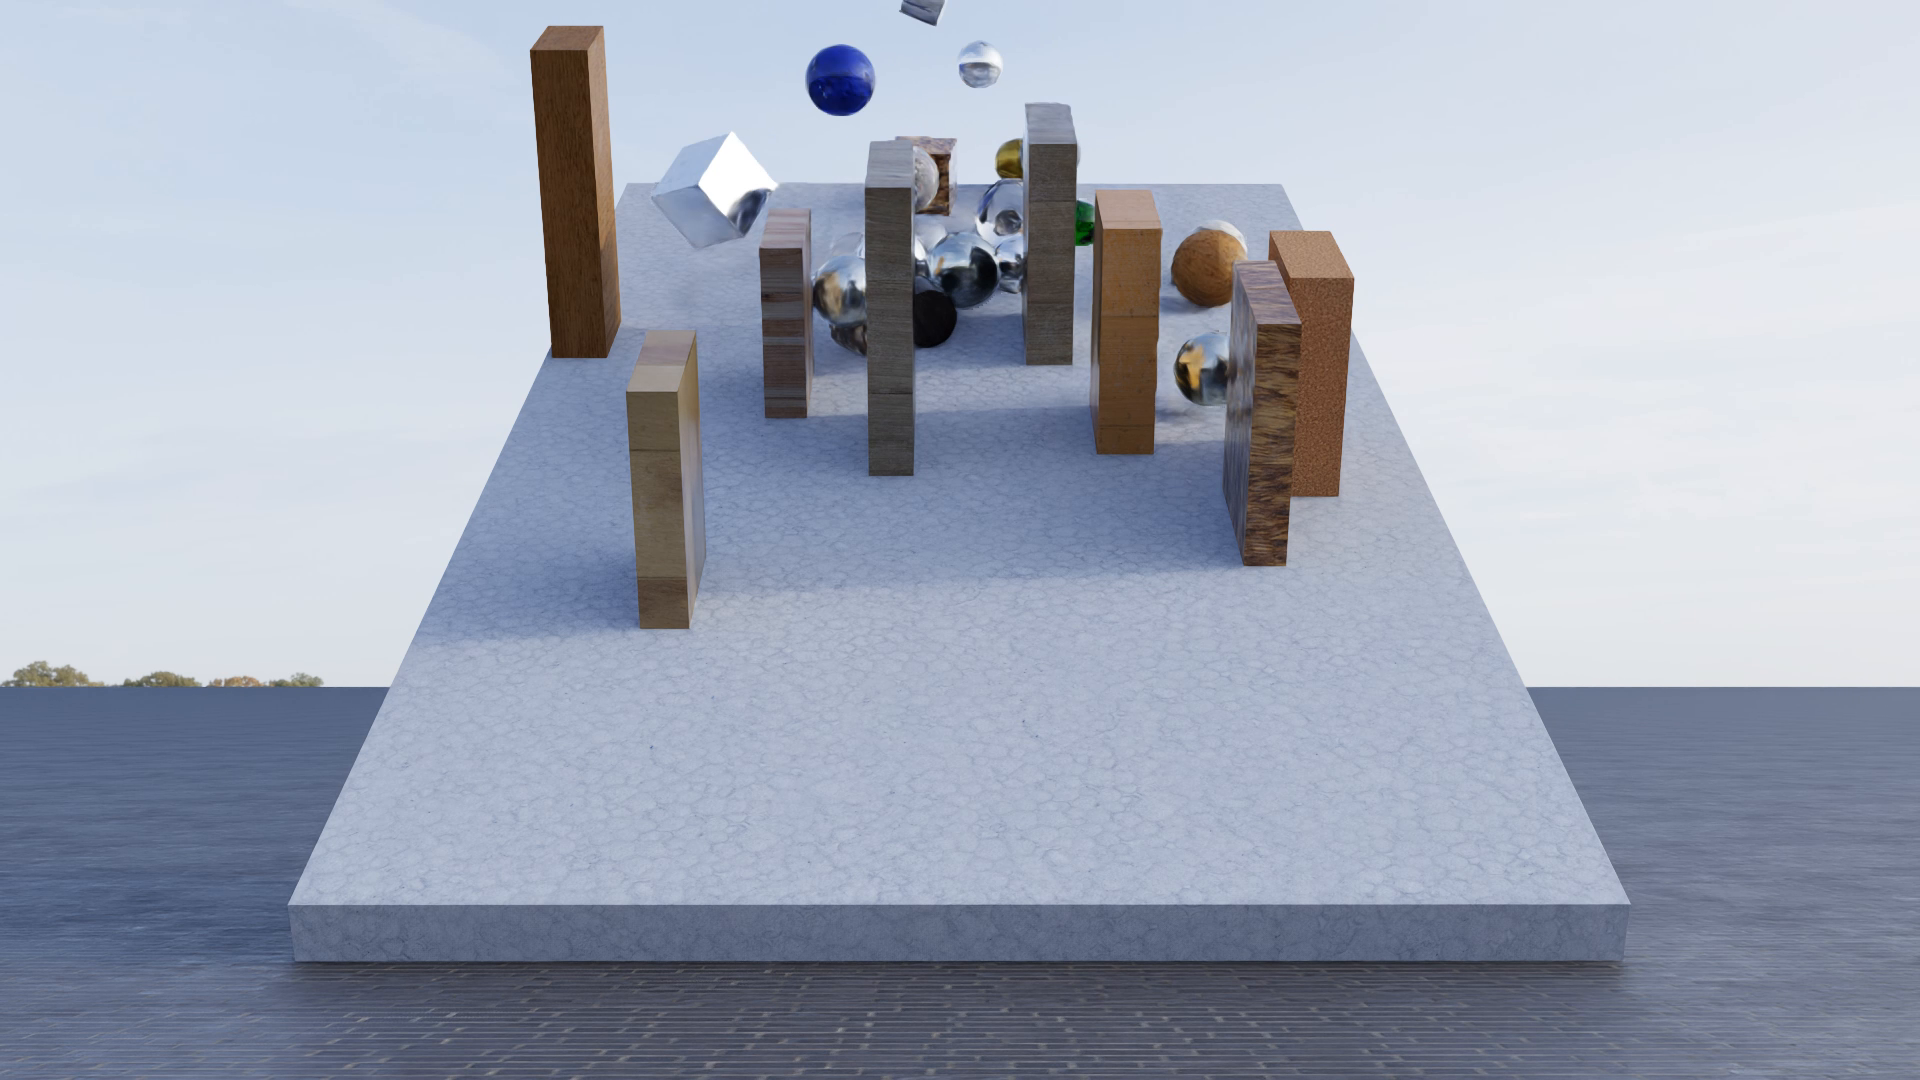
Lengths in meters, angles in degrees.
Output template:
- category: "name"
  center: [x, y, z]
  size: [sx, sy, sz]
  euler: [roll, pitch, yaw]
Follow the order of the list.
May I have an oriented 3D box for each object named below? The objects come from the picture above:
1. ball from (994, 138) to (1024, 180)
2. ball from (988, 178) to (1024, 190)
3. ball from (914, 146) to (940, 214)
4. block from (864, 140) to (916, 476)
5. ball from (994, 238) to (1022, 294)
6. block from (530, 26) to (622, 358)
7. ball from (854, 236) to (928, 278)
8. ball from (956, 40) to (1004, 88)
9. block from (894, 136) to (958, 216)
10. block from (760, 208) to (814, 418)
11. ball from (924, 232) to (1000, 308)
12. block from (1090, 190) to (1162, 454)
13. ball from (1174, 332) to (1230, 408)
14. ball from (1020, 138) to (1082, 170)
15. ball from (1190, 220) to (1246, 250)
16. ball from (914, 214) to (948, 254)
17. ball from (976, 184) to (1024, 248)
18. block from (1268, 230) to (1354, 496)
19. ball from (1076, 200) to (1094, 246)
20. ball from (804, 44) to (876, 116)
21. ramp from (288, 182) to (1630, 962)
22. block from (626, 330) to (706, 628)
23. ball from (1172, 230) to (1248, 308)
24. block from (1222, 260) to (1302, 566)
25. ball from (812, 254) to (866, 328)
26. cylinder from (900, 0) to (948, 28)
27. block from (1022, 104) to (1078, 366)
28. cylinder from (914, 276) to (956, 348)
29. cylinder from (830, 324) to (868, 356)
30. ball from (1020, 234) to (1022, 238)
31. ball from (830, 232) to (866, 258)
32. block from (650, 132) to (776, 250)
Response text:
- category: "ball"
  center: [0.177, -1.144, 7.058]
  size: [0.146, 0.146, 0.146]
  euler: [0, -3, 0]
- category: "ball"
  center: [0.145, -0.948, 6.603]
  size: [0.160, 0.160, 0.160]
  euler: [0, -3, 0]
- category: "ball"
  center: [-0.146, -0.947, 6.114]
  size: [0.185, 0.185, 0.185]
  euler: [0, -3, 0]
- category: "block"
  center: [-0.148, -0.503, 5.026]
  size: [0.095, 0.634, 0.373]
  euler: [0, 24, 0]
- category: "ball"
  center: [0.143, -0.721, 6.111]
  size: [0.147, 0.147, 0.147]
  euler: [0, -3, 0]
- category: "block"
  center: [-0.925, -0.841, 5.636]
  size: [0.133, 0.750, 0.275]
  euler: [0, 24, 0]
- category: "ball"
  center: [-0.178, -0.714, 6.035]
  size: [0.195, 0.195, 0.195]
  euler: [0, -3, 0]
- category: "ball"
  center: [0.055, -1.315, 6.442]
  size: [0.131, 0.131, 0.131]
  euler: [0, -3, 0]
- category: "block"
  center: [-0.109, -1.074, 6.851]
  size: [0.182, 0.182, 0.182]
  euler: [4, 24, 6]
- category: "block"
  center: [-0.396, -0.524, 5.357]
  size: [0.095, 0.401, 0.312]
  euler: [0, 24, 0]
- category: "ball"
  center: [0.007, -0.685, 5.915]
  size: [0.191, 0.191, 0.191]
  euler: [0, -3, 0]
- category: "block"
  center: [0.362, -0.483, 5.136]
  size: [0.124, 0.511, 0.306]
  euler: [0, 24, 0]
- category: "ball"
  center: [0.570, -0.386, 5.290]
  size: [0.169, 0.169, 0.169]
  euler: [0, -3, 0]
- category: "ball"
  center: [0.267, -1.142, 6.896]
  size: [0.184, 0.184, 0.184]
  euler: [0, -3, 0]
- category: "ball"
  center: [0.681, -0.770, 6.204]
  size: [0.164, 0.164, 0.164]
  euler: [0, -3, 0]
- category: "ball"
  center: [-0.116, -0.784, 6.214]
  size: [0.177, 0.177, 0.177]
  euler: [0, -3, 0]
- category: "ball"
  center: [0.130, -0.857, 6.198]
  size: [0.178, 0.178, 0.178]
  euler: [0, -3, 0]
- category: "block"
  center: [0.730, -0.378, 4.941]
  size: [0.130, 0.479, 0.332]
  euler: [0, 24, 0]
- category: "ball"
  center: [0.336, -0.887, 6.534]
  size: [0.130, 0.130, 0.130]
  euler: [0, -3, 0]
- category: "ball"
  center: [-0.332, -1.277, 6.469]
  size: [0.199, 0.199, 0.199]
  euler: [0, -3, 0]
- category: "ramp"
  center: [-0.008, -0.228, 5.312]
  size: [2.000, 0.100, 4.000]
  euler: [0, 24, 0]
- category: "block"
  center: [-0.547, -0.117, 4.364]
  size: [0.091, 0.468, 0.331]
  euler: [0, 24, 0]
- category: "ball"
  center: [0.646, -0.700, 6.002]
  size: [0.200, 0.200, 0.200]
  euler: [0, -3, 0]
- category: "block"
  center: [0.598, -0.258, 4.647]
  size: [0.083, 0.500, 0.398]
  euler: [0, 24, 0]
- category: "ball"
  center: [-0.267, -0.590, 5.529]
  size: [0.174, 0.174, 0.174]
  euler: [0, -3, 0]
- category: "cylinder"
  center: [-0.101, -1.568, 6.779]
  size: [0.114, 0.114, 0.114]
  euler: [23, -4, -1]
- category: "block"
  center: [0.216, -0.752, 5.694]
  size: [0.112, 0.545, 0.396]
  euler: [0, 24, 0]
- category: "cylinder"
  center: [-0.098, -0.566, 5.760]
  size: [0.144, 0.144, 0.144]
  euler: [1, 20, -19]
- category: "cylinder"
  center: [-0.220, -0.516, 5.662]
  size: [0.137, 0.137, 0.137]
  euler: [24, 14, 41]
- category: "ball"
  center: [0.220, -0.815, 6.364]
  size: [0.113, 0.113, 0.113]
  euler: [0, -3, 0]
- category: "ball"
  center: [-0.284, -0.761, 6.225]
  size: [0.125, 0.125, 0.125]
  euler: [0, -3, 0]
- category: "block"
  center: [-0.649, -0.918, 6.132]
  size: [0.194, 0.194, 0.194]
  euler: [-6, -44, 43]
